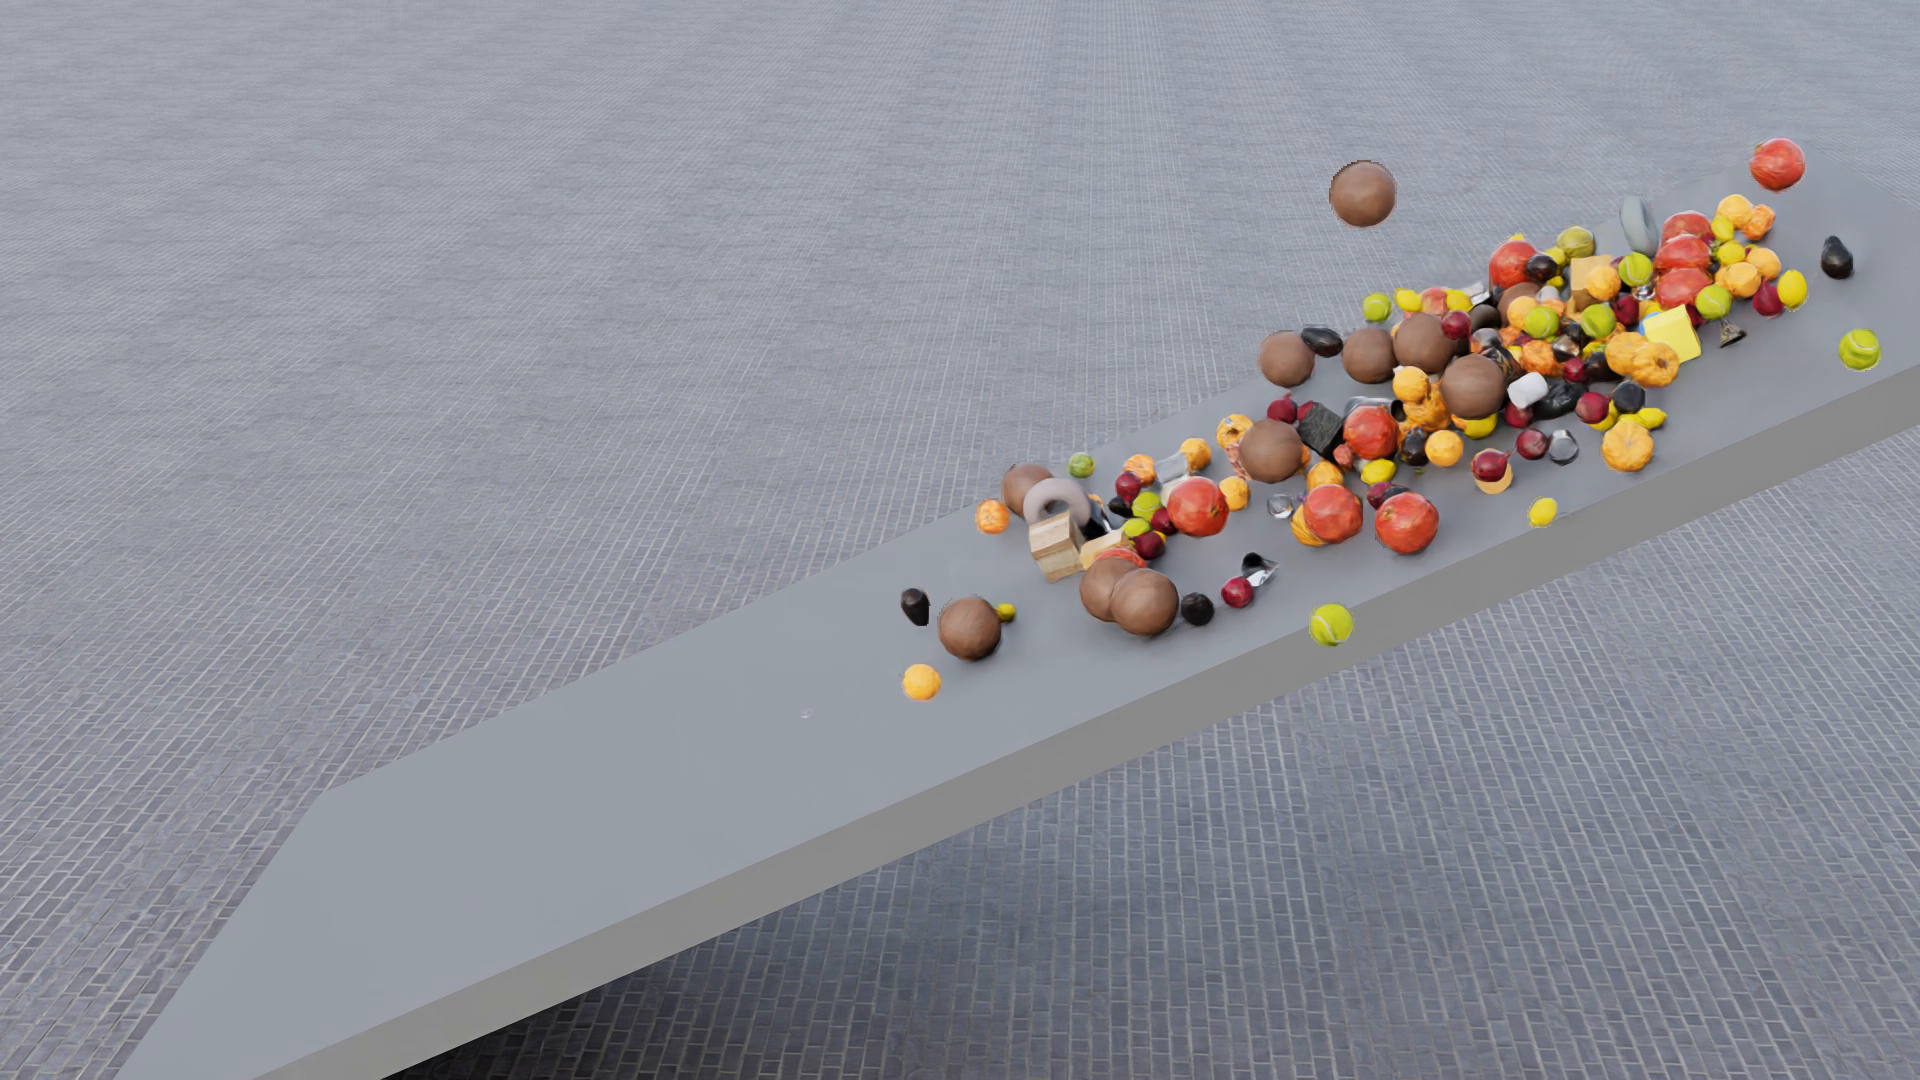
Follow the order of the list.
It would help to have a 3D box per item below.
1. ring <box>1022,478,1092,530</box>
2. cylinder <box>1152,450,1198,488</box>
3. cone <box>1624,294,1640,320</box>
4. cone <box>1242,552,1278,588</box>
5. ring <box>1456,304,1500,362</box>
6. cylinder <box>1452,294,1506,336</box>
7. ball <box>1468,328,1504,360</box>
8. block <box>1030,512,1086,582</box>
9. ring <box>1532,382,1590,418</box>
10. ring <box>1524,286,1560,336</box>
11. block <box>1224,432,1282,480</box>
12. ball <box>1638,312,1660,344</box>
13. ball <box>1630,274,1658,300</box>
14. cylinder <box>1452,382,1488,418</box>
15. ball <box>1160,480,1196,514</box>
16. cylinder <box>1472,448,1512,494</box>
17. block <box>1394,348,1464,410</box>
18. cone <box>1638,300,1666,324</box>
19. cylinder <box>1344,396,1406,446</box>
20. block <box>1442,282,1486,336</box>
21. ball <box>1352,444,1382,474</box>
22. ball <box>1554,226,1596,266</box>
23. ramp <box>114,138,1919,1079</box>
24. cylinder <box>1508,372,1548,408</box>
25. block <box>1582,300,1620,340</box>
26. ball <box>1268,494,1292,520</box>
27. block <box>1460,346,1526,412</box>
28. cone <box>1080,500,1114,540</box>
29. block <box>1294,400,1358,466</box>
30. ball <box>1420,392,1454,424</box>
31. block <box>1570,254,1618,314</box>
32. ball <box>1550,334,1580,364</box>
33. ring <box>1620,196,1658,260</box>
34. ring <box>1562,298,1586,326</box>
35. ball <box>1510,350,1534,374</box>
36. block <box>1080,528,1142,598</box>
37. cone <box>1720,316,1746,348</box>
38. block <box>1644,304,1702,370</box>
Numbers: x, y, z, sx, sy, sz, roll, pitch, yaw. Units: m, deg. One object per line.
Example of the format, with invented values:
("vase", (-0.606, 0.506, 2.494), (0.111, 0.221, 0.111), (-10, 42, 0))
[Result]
("ring", (0.209, -0.068, 6.306), (0.150, 0.150, 0.050), (1, 36, 2))
("cylinder", (0.473, -0.147, 6.481), (0.076, 0.076, 0.076), (-25, 15, 5))
("cone", (1.418, -0.484, 6.106), (0.058, 0.058, 0.058), (13, 8, 39))
("cone", (0.582, 0.052, 5.583), (0.067, 0.067, 0.067), (-10, 19, -37))
("ring", (1.101, -0.441, 6.262), (0.129, 0.129, 0.043), (-15, 23, -43))
("cylinder", (1.142, -0.481, 6.473), (0.092, 0.092, 0.092), (-25, 13, 6))
("ball", (1.094, -0.405, 6.114), (0.073, 0.073, 0.073), (0, 16, 0))
("block", (0.210, 0.015, 6.253), (0.091, 0.091, 0.091), (-22, 35, 16))
("ring", (1.171, -0.272, 5.731), (0.116, 0.039, 0.116), (-23, 14, 6))
("ring", (1.216, -0.479, 6.152), (0.037, 0.112, 0.112), (25, 15, -4))
("block", (0.630, -0.181, 6.317), (0.075, 0.075, 0.075), (-31, 14, -21))
("ball", (1.370, -0.416, 5.794), (0.065, 0.065, 0.065), (0, 16, 0))
("ball", (1.393, -0.515, 5.991), (0.053, 0.053, 0.053), (0, 16, 0))
("cylinder", (1.034, -0.285, 5.952), (0.076, 0.076, 0.076), (3, 5, 11))
("ball", (0.467, -0.092, 6.280), (0.076, 0.076, 0.076), (0, 16, 0))
("cylinder", (0.985, -0.127, 5.450), (0.068, 0.068, 0.068), (1, 17, 4))
("block", (0.993, -0.340, 6.201), (0.095, 0.095, 0.095), (-31, 14, -22))
("cone", (1.426, -0.467, 6.018), (0.063, 0.063, 0.063), (7, 17, 20))
("cylinder", (0.852, -0.243, 6.038), (0.096, 0.096, 0.096), (8, 17, 36))
("block", (1.140, -0.506, 6.567), (0.094, 0.094, 0.094), (-22, 14, 15))
("ball", (0.819, -0.162, 5.921), (0.060, 0.060, 0.060), (0, 16, 0))
("ball", (1.376, -0.654, 6.572), (0.091, 0.091, 0.091), (0, 16, 0))
("ramp", (0.135, 0.169, 6.282), (4.000, 0.100, 2.000), (-24, 13, 9))
("cylinder", (1.095, -0.289, 5.671), (0.054, 0.054, 0.054), (-29, 27, -22))
("block", (1.331, -0.457, 6.105), (0.054, 0.054, 0.054), (-20, 14, 24))
("ball", (0.643, -0.067, 5.905), (0.050, 0.050, 0.050), (0, 16, 0))
("block", (1.067, -0.320, 5.842), (0.090, 0.090, 0.090), (53, 20, 14))
("cone", (0.307, -0.026, 6.396), (0.097, 0.097, 0.097), (-13, 31, -38))
("block", (0.738, -0.215, 5.930), (0.080, 0.080, 0.080), (39, 3, 33))
("ball", (0.976, -0.269, 6.020), (0.066, 0.066, 0.066), (0, 16, 0))
("block", (1.333, -0.538, 6.179), (0.082, 0.082, 0.082), (-6, 56, 23))
("ball", (1.203, -0.380, 5.848), (0.056, 0.056, 0.056), (0, 16, 0))
("ring", (1.418, -0.651, 6.131), (0.046, 0.139, 0.139), (-18, 7, 27))
("ring", (1.320, -0.489, 6.235), (0.092, 0.031, 0.092), (-19, 41, 17))
("ball", (1.141, -0.356, 6.033), (0.070, 0.070, 0.070), (0, 16, 0))
("block", (0.308, 0.046, 6.009), (0.092, 0.092, 0.092), (-23, 13, 13))
("cone", (1.461, -0.403, 5.601), (0.053, 0.053, 0.053), (-24, -11, -5))
("block", (1.378, -0.392, 5.688), (0.083, 0.083, 0.083), (-22, 16, 18))
